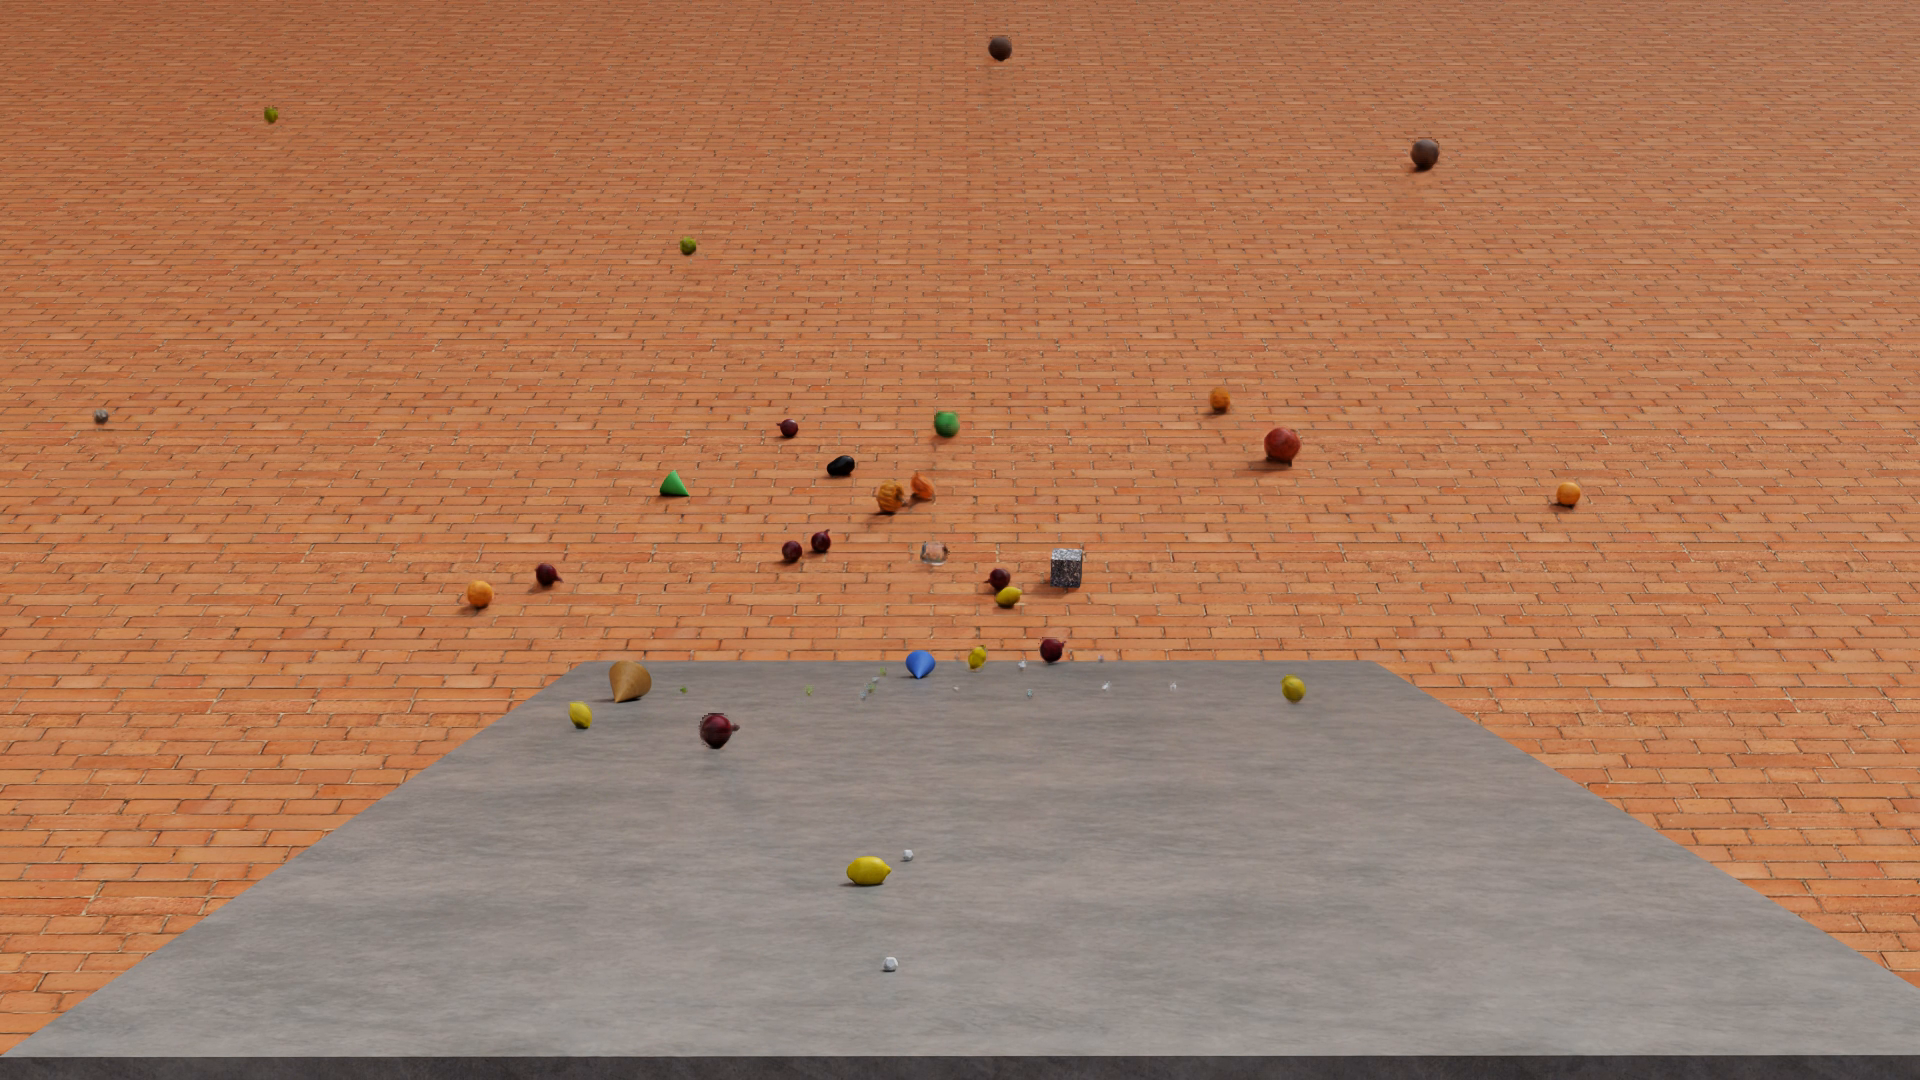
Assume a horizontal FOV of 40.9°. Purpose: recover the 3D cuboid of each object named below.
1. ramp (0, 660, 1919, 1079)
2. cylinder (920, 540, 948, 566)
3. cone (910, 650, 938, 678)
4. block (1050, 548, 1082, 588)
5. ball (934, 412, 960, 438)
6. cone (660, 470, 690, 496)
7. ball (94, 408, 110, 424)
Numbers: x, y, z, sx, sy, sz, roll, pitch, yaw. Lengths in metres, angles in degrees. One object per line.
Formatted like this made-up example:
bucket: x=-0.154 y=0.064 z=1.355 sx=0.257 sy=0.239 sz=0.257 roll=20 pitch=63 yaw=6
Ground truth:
ramp: x=0.050 y=0.457 z=4.533 sx=2.000 sy=0.100 sz=4.000 roll=0 pitch=3 yaw=0
cylinder: x=-0.074 y=0.040 z=7.368 sx=0.059 sy=0.059 sz=0.059 roll=23 pitch=29 yaw=18
cone: x=-0.097 y=0.311 z=6.113 sx=0.071 sy=0.071 sz=0.071 roll=7 pitch=51 yaw=18
block: x=0.300 y=0.079 z=7.241 sx=0.082 sy=0.082 sz=0.082 roll=2 pitch=22 yaw=6
ball: x=-0.041 y=-0.375 z=8.377 sx=0.082 sy=0.082 sz=0.082 roll=0 pitch=22 yaw=0
cone: x=-0.863 y=-0.156 z=7.889 sx=0.085 sy=0.085 sz=0.085 roll=33 pitch=29 yaw=8
ball: x=-2.841 y=-0.410 z=8.506 sx=0.050 sy=0.050 sz=0.050 roll=0 pitch=22 yaw=0
